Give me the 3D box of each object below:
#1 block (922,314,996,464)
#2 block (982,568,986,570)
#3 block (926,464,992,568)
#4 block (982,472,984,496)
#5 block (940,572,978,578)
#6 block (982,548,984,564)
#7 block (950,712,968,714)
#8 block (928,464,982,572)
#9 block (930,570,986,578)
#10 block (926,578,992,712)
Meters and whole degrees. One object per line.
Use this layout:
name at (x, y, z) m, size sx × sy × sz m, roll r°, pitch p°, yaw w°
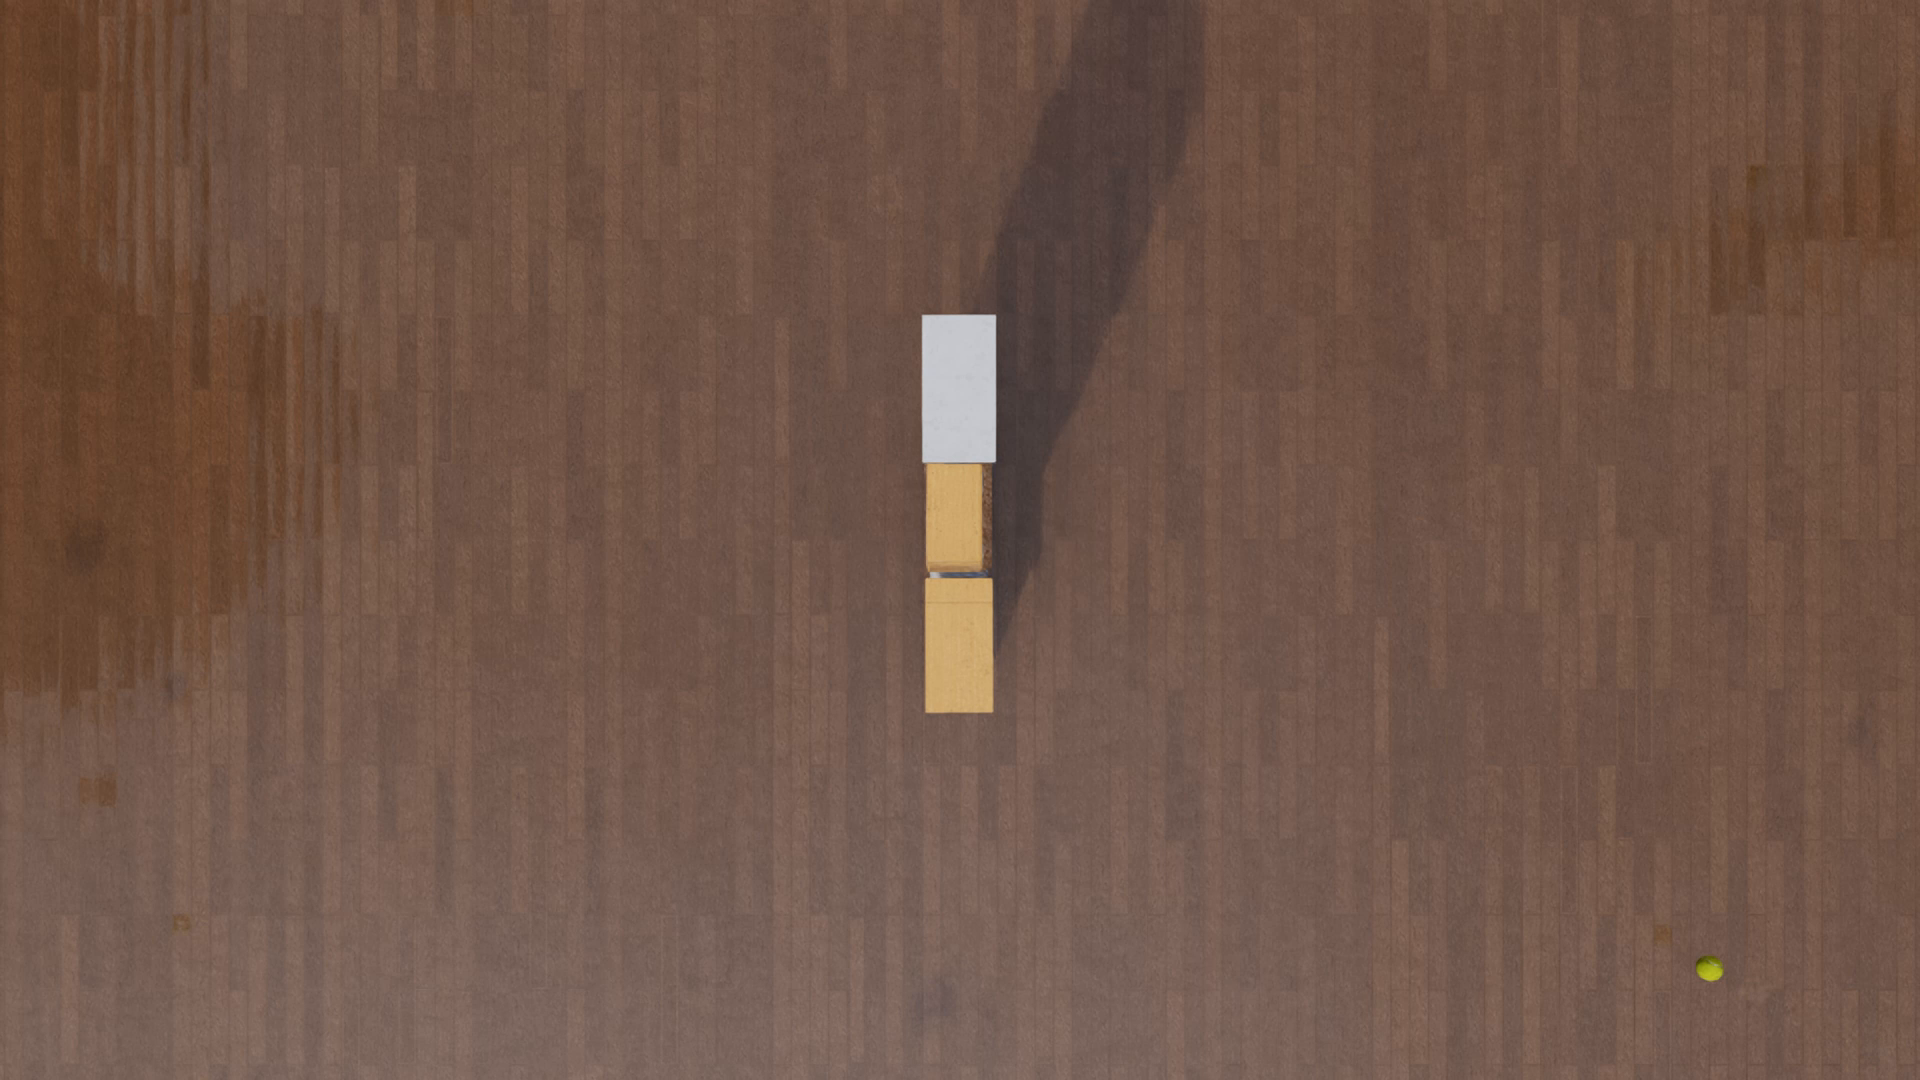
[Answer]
block at (-0.002, -0.354, 3.875) m, size 0.172 × 0.049 × 0.344 m, roll 0°, pitch 90°, yaw 0°
block at (-0.002, -0.017, 5.155) m, size 0.161 × 0.046 × 0.322 m, roll 0°, pitch 90°, yaw 0°
block at (-0.001, -0.099, 4.450) m, size 0.176 × 0.050 × 0.351 m, roll 0°, pitch 90°, yaw 0°
block at (-0.008, -0.136, 4.078) m, size 0.131 × 0.263 × 0.037 m, roll 0°, pitch 87°, yaw 1°
block at (-0.001, 0.179, 4.255) m, size 0.099 × 0.028 × 0.199 m, roll 0°, pitch 90°, yaw 0°
block at (-0.008, 0.039, 4.076) m, size 0.131 × 0.263 × 0.037 m, roll 0°, pitch 88°, yaw 1°
block at (-0.003, 0.469, 4.977) m, size 0.056 × 0.016 × 0.112 m, roll 0°, pitch 90°, yaw 0°
block at (-0.012, -0.054, 3.927) m, size 0.131 × 0.037 × 0.263 m, roll 0°, pitch 90°, yaw 1°
block at (-0.003, 0.232, 4.490) m, size 0.152 × 0.043 × 0.304 m, roll 0°, pitch 90°, yaw 0°
block at (-0.002, 0.248, 3.903) m, size 0.158 × 0.045 × 0.316 m, roll 0°, pitch 90°, yaw 0°
